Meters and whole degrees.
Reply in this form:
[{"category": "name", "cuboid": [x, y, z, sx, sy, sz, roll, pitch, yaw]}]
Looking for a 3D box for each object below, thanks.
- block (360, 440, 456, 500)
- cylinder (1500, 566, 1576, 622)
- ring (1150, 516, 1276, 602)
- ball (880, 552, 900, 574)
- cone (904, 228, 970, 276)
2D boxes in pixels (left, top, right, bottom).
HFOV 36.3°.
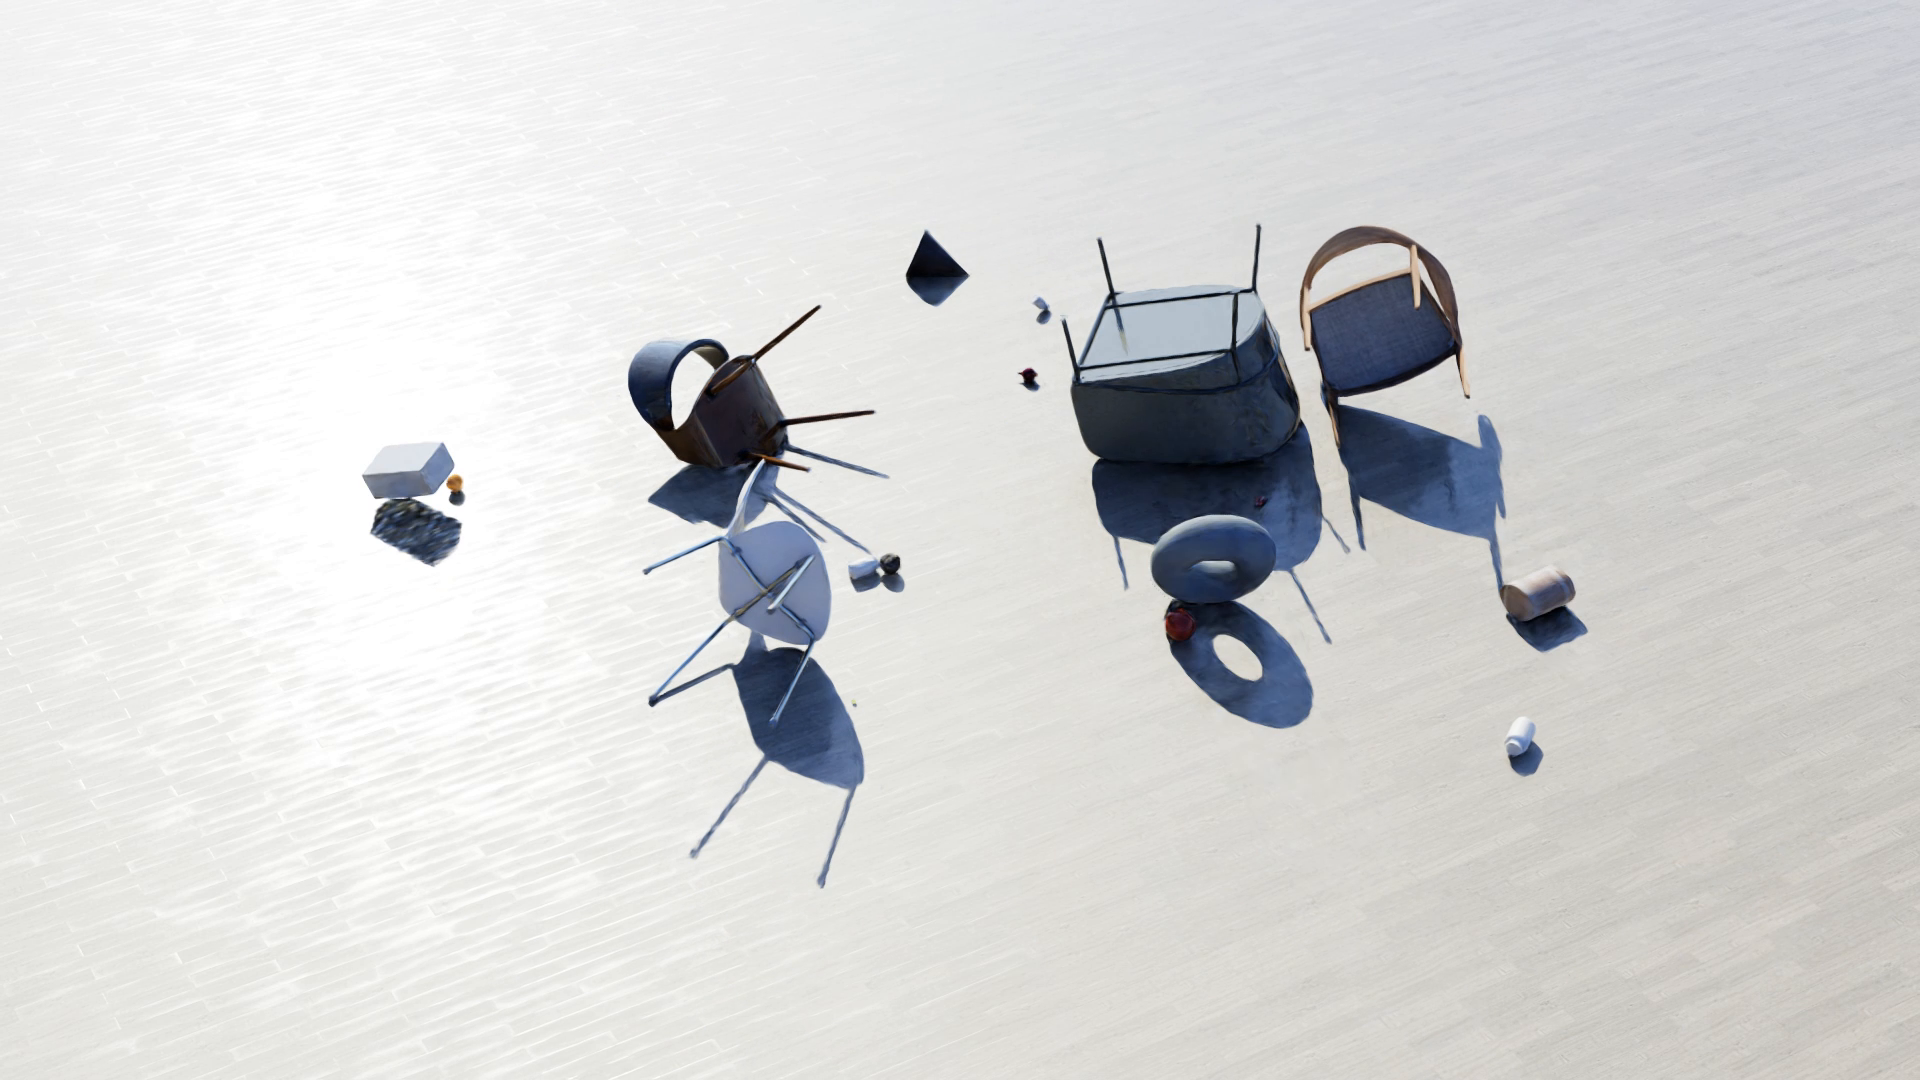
[{"category": "block", "cuboid": [-2.089, -0.265, 11.106, 0.286, 0.123, 0.187, -3, 37, 28]}, {"category": "cylinder", "cuboid": [2.077, 0.191, 10.537, 0.211, 0.129, 0.168, -21, 39, -28]}, {"category": "ring", "cuboid": [0.903, 0.071, 10.470, 0.484, 0.405, 0.165, -27, 46, 39]}, {"category": "ball", "cuboid": [-0.256, 0.086, 10.742, 0.079, 0.079, 0.079, 0, 33, 0]}, {"category": "cone", "cuboid": [-0.075, -1.193, 12.667, 0.258, 0.223, 0.165, 23, 5, -5]}]
